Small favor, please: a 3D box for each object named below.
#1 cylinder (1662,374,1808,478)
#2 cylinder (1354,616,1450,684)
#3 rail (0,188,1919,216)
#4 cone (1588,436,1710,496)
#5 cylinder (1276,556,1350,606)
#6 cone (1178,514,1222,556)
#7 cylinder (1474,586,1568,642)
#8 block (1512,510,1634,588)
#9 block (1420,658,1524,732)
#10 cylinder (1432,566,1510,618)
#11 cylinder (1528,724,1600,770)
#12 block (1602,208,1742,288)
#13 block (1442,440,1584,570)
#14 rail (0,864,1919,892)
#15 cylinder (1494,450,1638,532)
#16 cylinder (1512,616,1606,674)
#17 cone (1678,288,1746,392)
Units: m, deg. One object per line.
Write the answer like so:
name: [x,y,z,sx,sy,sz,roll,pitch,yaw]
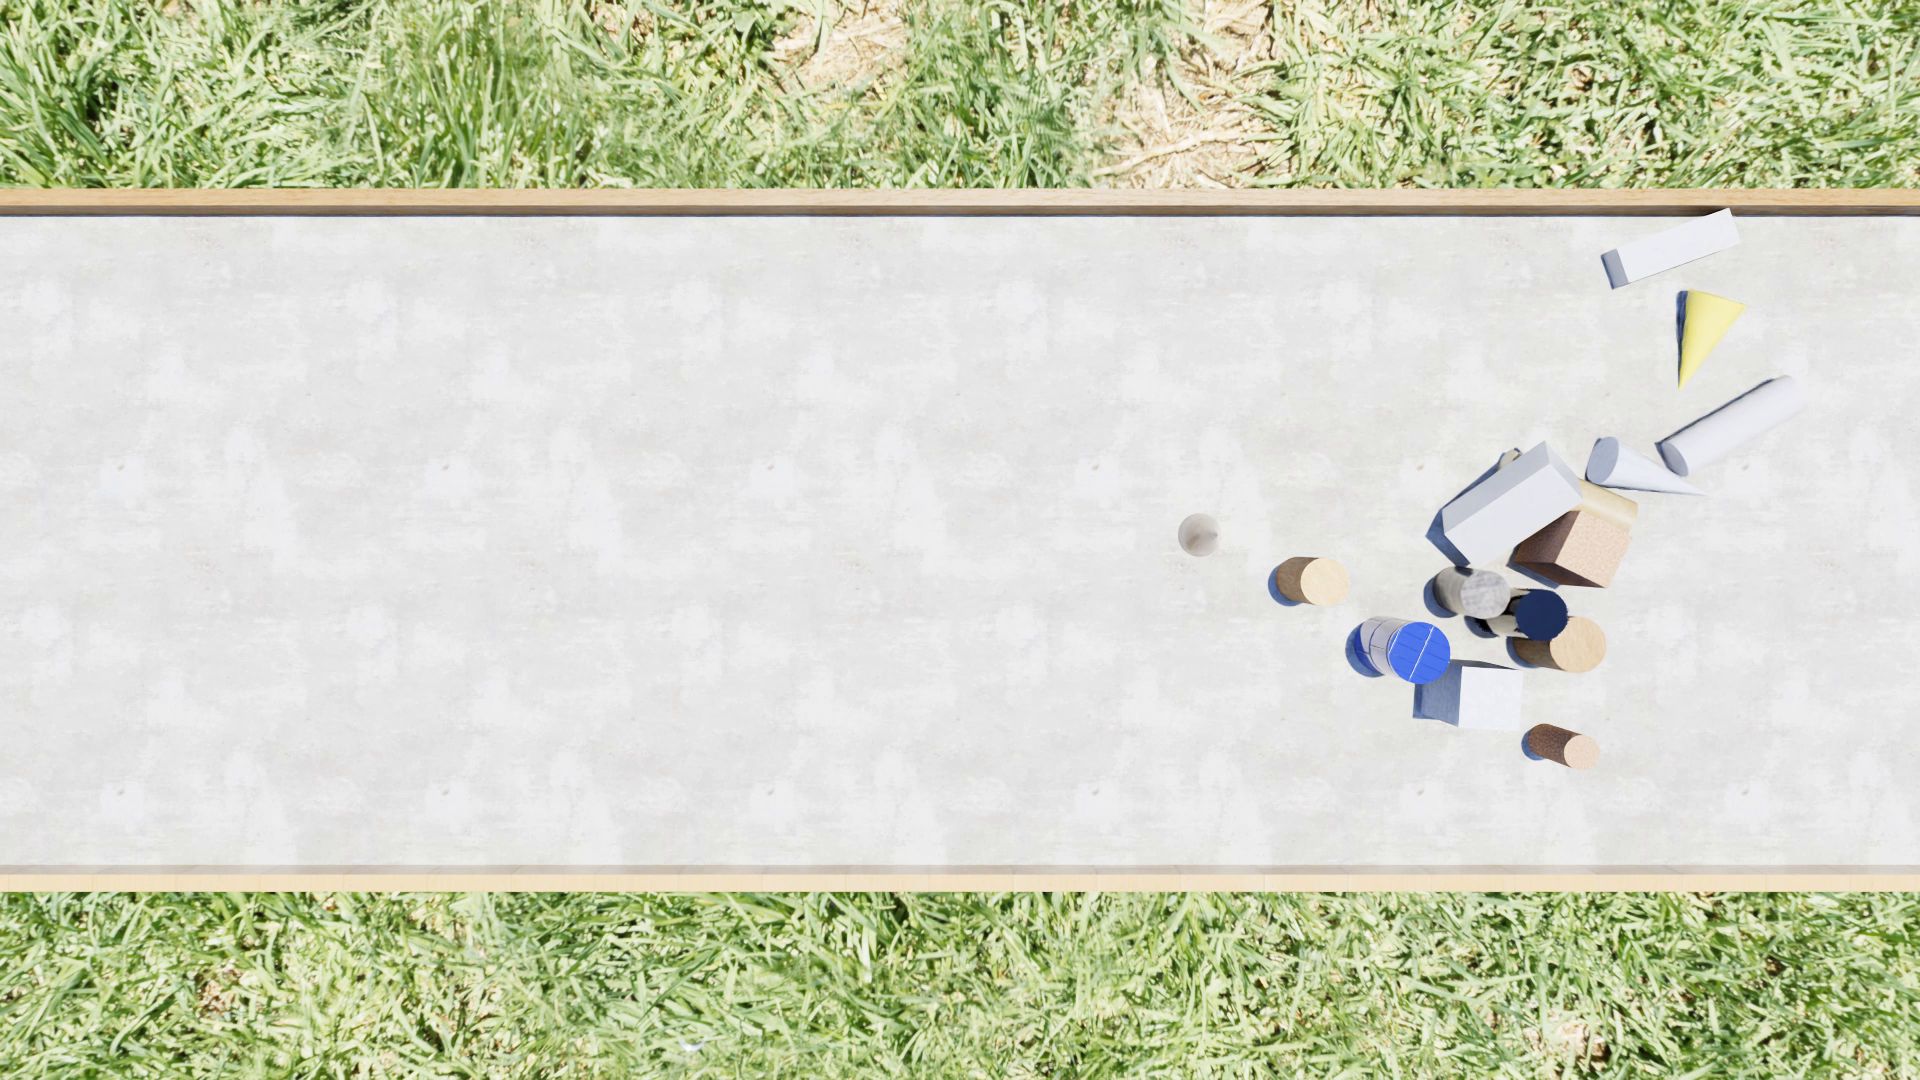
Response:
cylinder: [2.354,-0.347,5.013,0.415,0.126,0.126,-30,90,0]
cylinder: [1.300,0.319,4.870,0.176,0.413,0.176,0,90,0]
rail: [-2.247,-1.025,5.002,12.000,0.150,0.050,0,90,0]
cone: [2.133,-0.188,5.038,0.392,0.154,0.154,16,90,-11]
cylinder: [1.041,0.120,4.889,0.139,0.375,0.139,0,90,0]
cone: [0.738,-0.015,4.894,0.134,0.365,0.134,0,90,0]
cylinder: [1.652,0.215,4.877,0.149,0.398,0.149,0,90,0]
block: [1.814,0.027,4.896,0.168,0.361,0.168,26,90,0]
block: [1.510,0.452,4.883,0.173,0.386,0.173,4,90,0]
cylinder: [1.520,0.154,4.916,0.141,0.317,0.141,0,91,1]
cylinder: [1.799,0.616,4.923,0.103,0.308,0.103,0,90,0]
block: [2.164,-0.887,5.020,0.359,0.112,0.112,-20,90,0]
block: [1.639,-0.103,4.905,0.157,0.157,0.368,44,119,-12]
rail: [-2.247,1.025,5.001,12.000,0.150,0.050,0,90,0]
cylinder: [1.836,-0.135,5.010,0.406,0.133,0.133,23,90,0]
cylinder: [1.782,0.304,4.914,0.163,0.323,0.163,0,89,0]
cone: [2.251,-0.595,5.035,0.172,0.172,0.305,16,106,0]
